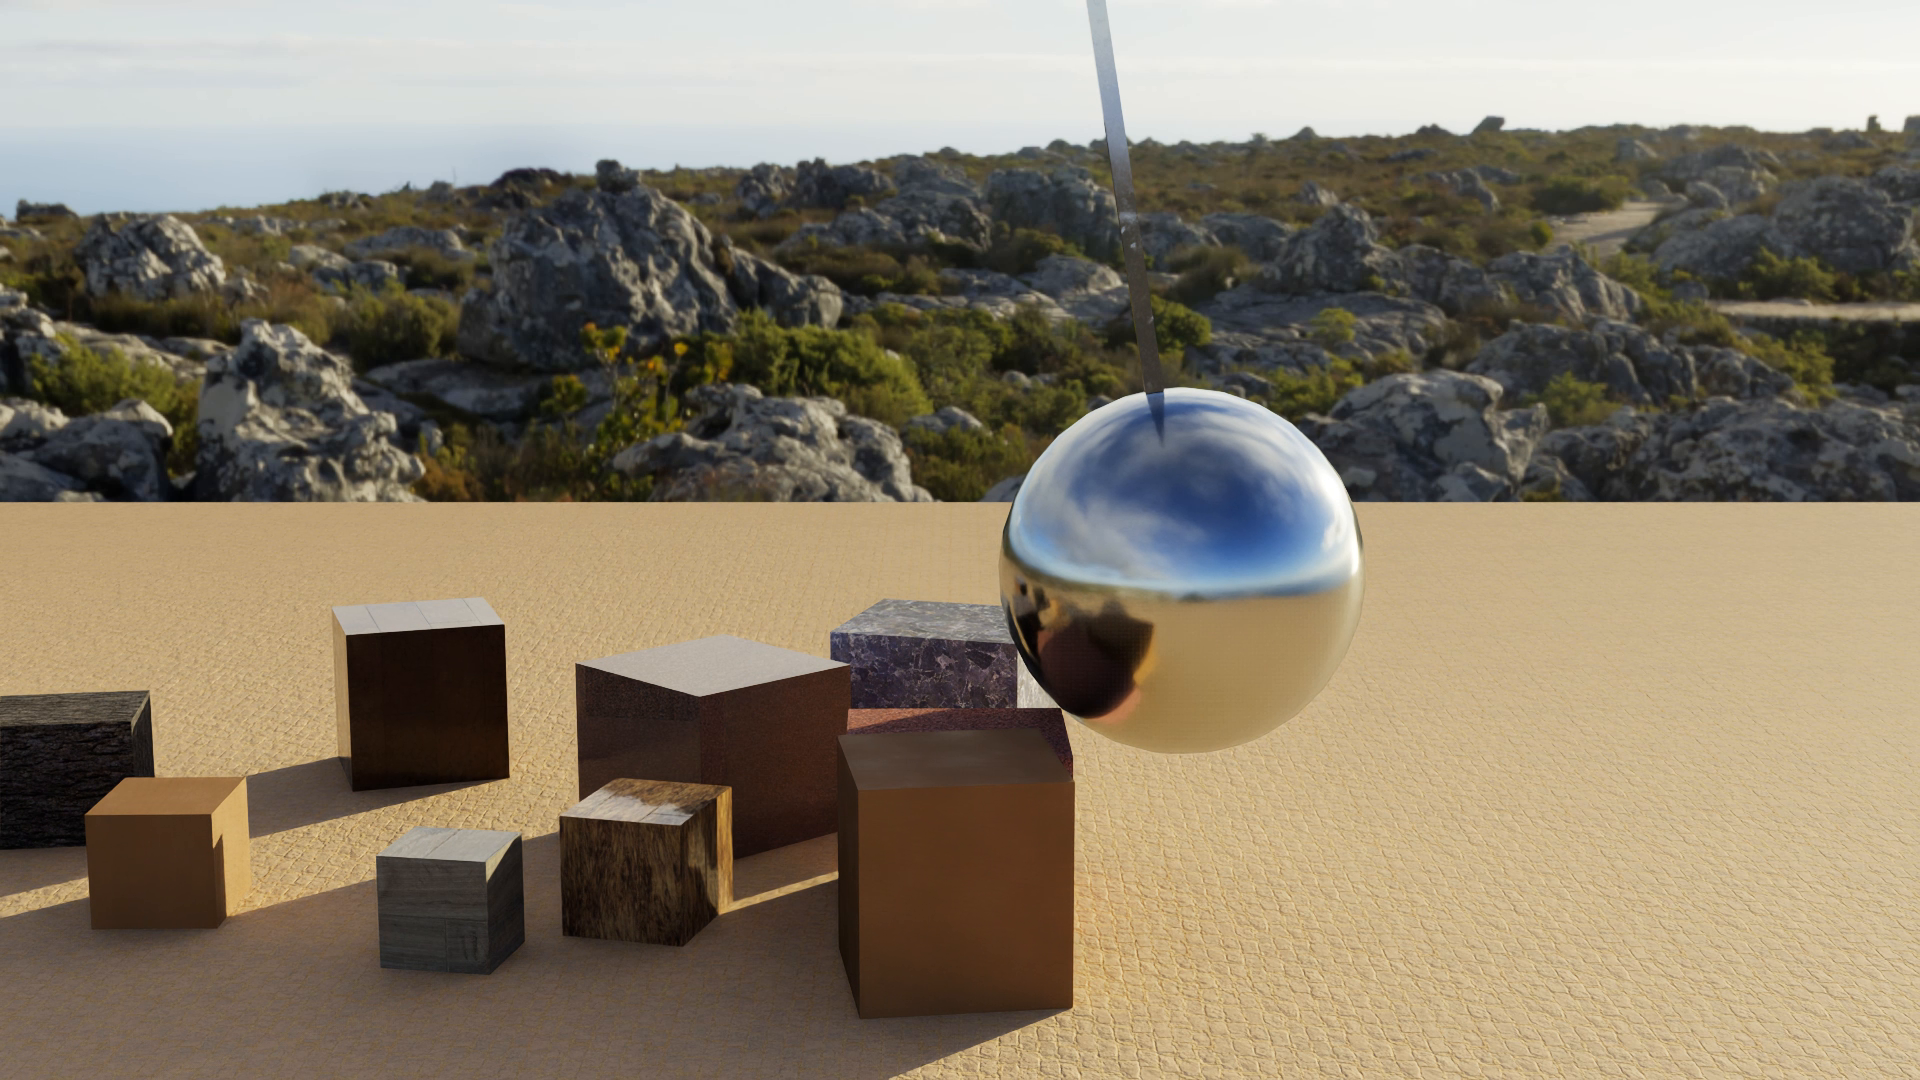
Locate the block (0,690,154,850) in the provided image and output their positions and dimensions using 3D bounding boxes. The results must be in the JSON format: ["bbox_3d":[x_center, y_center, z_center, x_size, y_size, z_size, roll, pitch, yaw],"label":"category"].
[{"bbox_3d":[-4.184,1.072,12.041,0.684,0.582,0.614,-2,10,-9],"label":"block"}]

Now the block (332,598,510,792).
[{"bbox_3d":[-2.758,0.773,13.093,0.777,0.795,0.711,-4,11,-19],"label":"block"}]

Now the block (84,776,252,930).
[{"bbox_3d":[-3.357,1.324,10.907,0.520,0.493,0.572,0,10,-1],"label":"block"}]

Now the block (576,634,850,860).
[{"bbox_3d":[-1.154,0.966,12.043,0.897,0.790,0.926,-10,14,-43],"label":"block"}]

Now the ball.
[{"bbox_3d":[0.967,0.135,11.205,1.600,1.600,1.600,0,10,0],"label":"ball"}]

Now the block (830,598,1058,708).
[{"bbox_3d":[-0.059,0.813,12.724,0.939,0.848,0.832,3,11,16],"label":"block"}]

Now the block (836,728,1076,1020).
[{"bbox_3d":[-0.031,1.282,10.025,0.816,0.891,0.815,-1,10,-8],"label":"block"}]

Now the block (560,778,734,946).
[{"bbox_3d":[-1.307,1.341,10.758,0.527,0.512,0.600,3,11,15],"label":"block"}]

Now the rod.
[{"bbox_3d":[0.419,-3.166,10.605,0.080,5.200,0.080,-9,10,2],"label":"rod"}]

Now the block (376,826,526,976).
[{"bbox_3d":[-2.044,1.445,10.319,0.456,0.464,0.407,2,10,10],"label":"block"}]

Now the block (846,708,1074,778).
[{"bbox_3d":[-0.013,1.187,10.918,0.932,0.759,0.836,0,10,-1],"label":"block"}]
